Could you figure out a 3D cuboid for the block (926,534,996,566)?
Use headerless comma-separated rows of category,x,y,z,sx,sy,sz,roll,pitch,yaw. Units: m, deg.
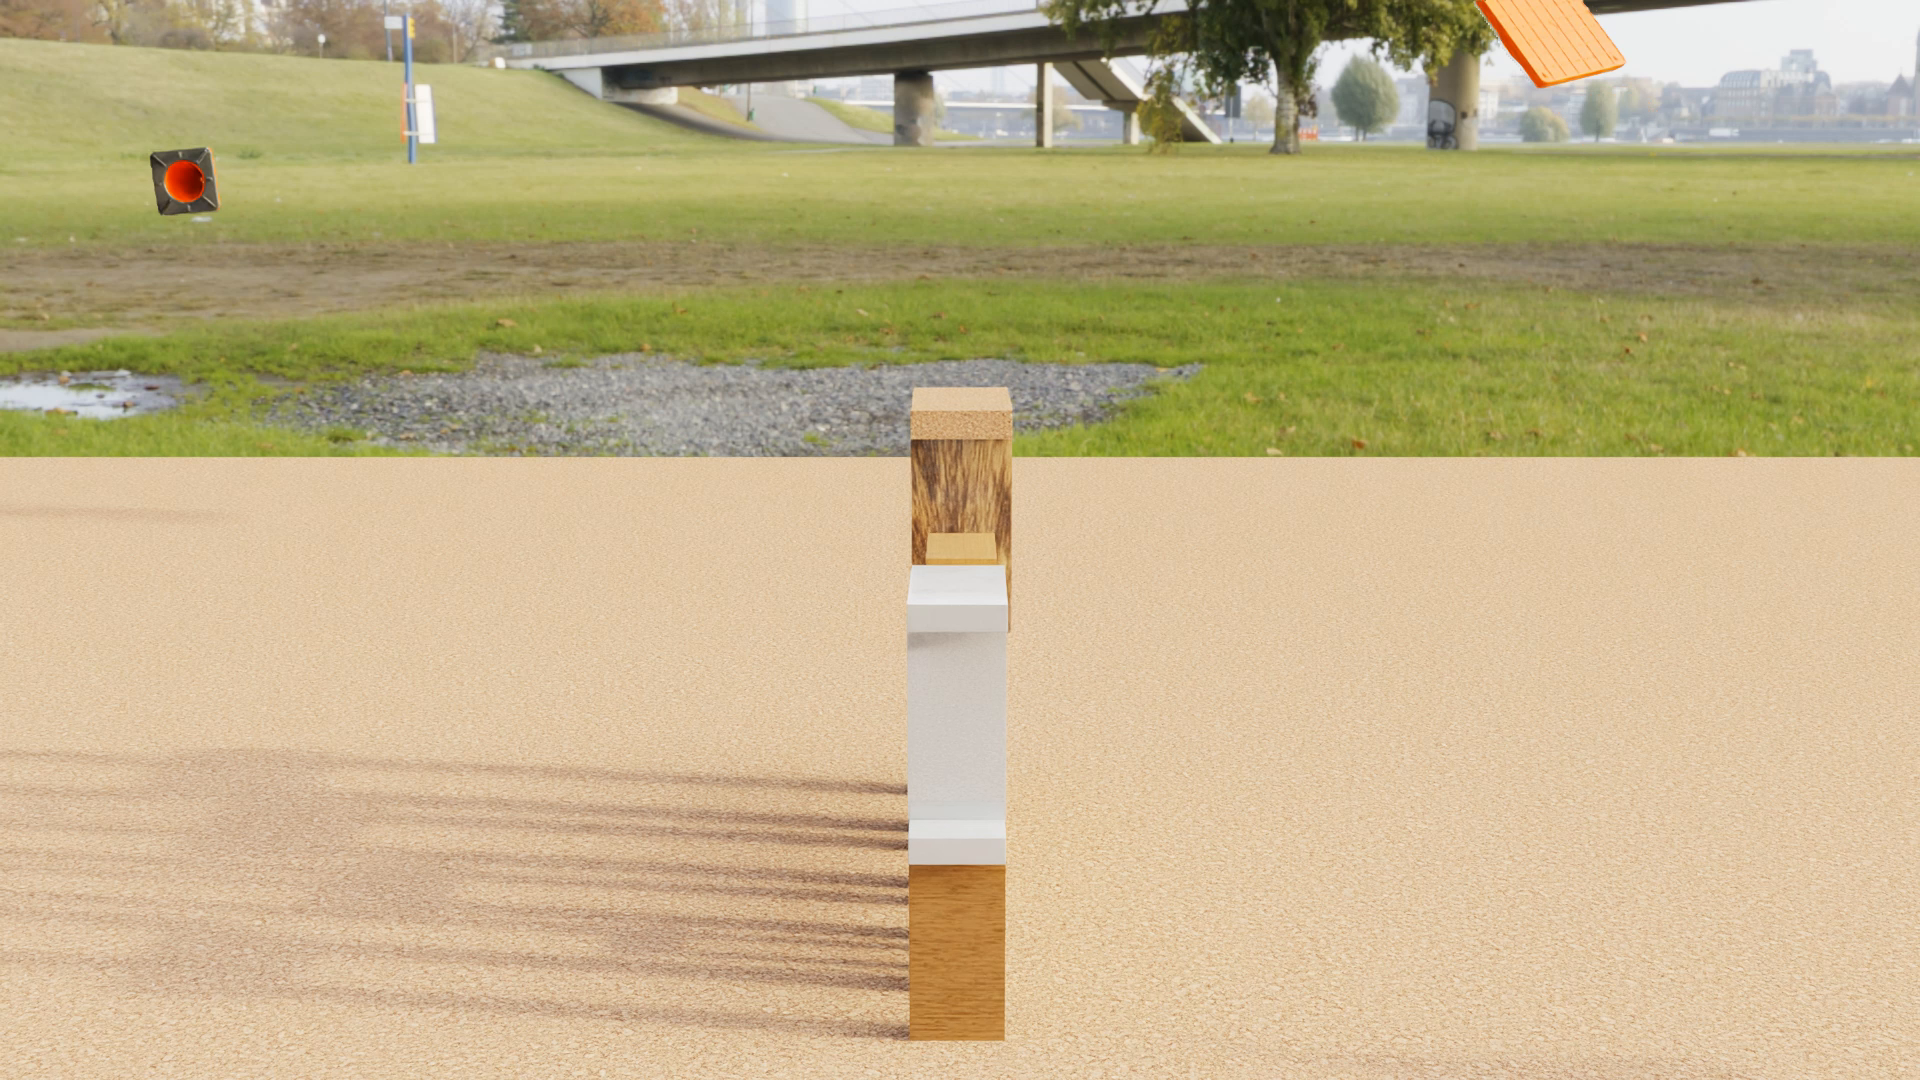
block,0.002,0.025,3.575,0.112,0.032,0.223,0,11,0

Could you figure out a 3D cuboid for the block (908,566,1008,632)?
block,-0.003,0.082,3.131,0.137,0.039,0.274,0,11,0

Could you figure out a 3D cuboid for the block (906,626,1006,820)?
block,-0.004,0.253,3.069,0.137,0.274,0.039,0,11,0

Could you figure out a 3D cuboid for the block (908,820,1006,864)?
block,-0.004,0.400,3.129,0.133,0.038,0.266,0,11,0

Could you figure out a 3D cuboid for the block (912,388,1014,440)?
block,0.002,-0.228,3.924,0.174,0.049,0.347,0,11,0

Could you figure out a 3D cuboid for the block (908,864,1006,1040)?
block,-0.004,0.566,3.069,0.133,0.266,0.038,0,11,0

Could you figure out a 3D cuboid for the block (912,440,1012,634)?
block,0.002,-0.012,3.847,0.174,0.347,0.049,0,11,-1
